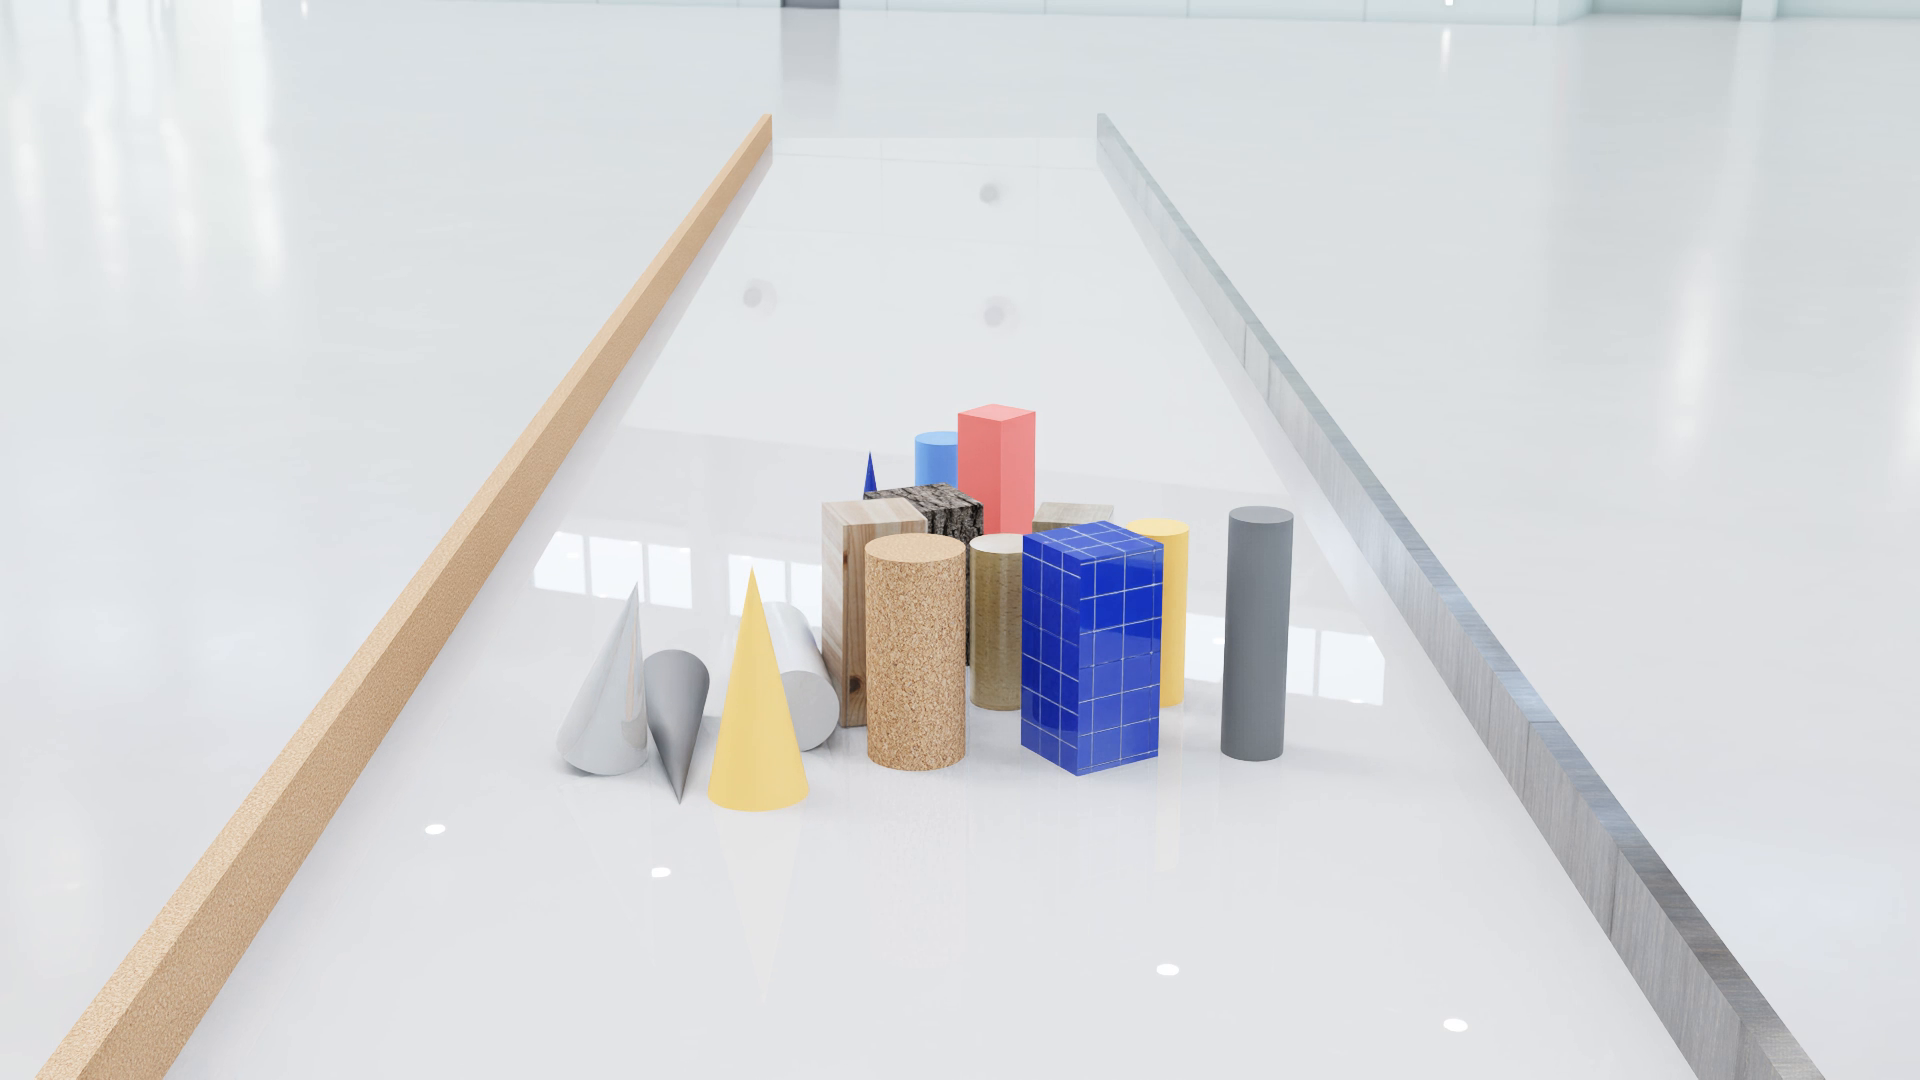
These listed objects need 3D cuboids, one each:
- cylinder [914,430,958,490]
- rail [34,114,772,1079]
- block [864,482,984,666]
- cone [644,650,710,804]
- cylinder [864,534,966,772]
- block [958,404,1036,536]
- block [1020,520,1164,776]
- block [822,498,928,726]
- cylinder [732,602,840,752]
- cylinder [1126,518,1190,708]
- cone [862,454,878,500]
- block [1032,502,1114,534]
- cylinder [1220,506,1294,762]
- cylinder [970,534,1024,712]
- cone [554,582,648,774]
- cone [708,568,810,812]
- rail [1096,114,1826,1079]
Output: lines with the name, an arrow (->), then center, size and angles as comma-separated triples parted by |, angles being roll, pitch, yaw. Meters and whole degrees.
cylinder -> -0.035, -0.070, 4.893 | 0.130, 0.324, 0.130 | 0, 17, 0
rail -> -1.118, -0.838, 7.780 | 0.050, 0.150, 12.000 | 0, 17, -1
block -> -0.073, 0.076, 4.389 | 0.180, 0.331, 0.180 | -8, 18, -24
cone -> -0.505, 0.357, 3.904 | 0.141, 0.141, 0.423 | -2, 26, -8
cylinder -> -0.078, 0.197, 3.891 | 0.176, 0.384, 0.176 | 0, 17, 0
block -> 0.076, -0.055, 4.639 | 0.116, 0.440, 0.116 | 13, 21, 38
block -> 0.232, 0.189, 3.898 | 0.177, 0.395, 0.177 | -10, 19, -31
block -> -0.162, 0.132, 4.100 | 0.159, 0.386, 0.159 | -4, 17, -17
cylinder -> -0.329, 0.250, 4.113 | 0.156, 0.156, 0.401 | -3, 17, -10
cylinder -> 0.370, 0.138, 4.166 | 0.117, 0.340, 0.117 | 0, 17, 0
cone -> -0.187, -0.013, 4.621 | 0.116, 0.370, 0.116 | 0, 17, 0
block -> 0.224, 0.092, 4.385 | 0.144, 0.303, 0.144 | 3, 17, 10
cylinder -> 0.525, 0.166, 3.895 | 0.113, 0.440, 0.113 | 0, 17, 0
cylinder -> 0.084, 0.155, 4.161 | 0.131, 0.311, 0.131 | 0, 17, 0
cone -> -0.590, 0.215, 3.811 | 0.167, 0.358, 0.167 | 12, 31, -8
cone -> -0.346, 0.235, 3.718 | 0.175, 0.409, 0.175 | 0, 17, 0
rail -> 0.932, -0.844, 7.801 | 0.050, 0.150, 12.000 | 0, 17, -1
